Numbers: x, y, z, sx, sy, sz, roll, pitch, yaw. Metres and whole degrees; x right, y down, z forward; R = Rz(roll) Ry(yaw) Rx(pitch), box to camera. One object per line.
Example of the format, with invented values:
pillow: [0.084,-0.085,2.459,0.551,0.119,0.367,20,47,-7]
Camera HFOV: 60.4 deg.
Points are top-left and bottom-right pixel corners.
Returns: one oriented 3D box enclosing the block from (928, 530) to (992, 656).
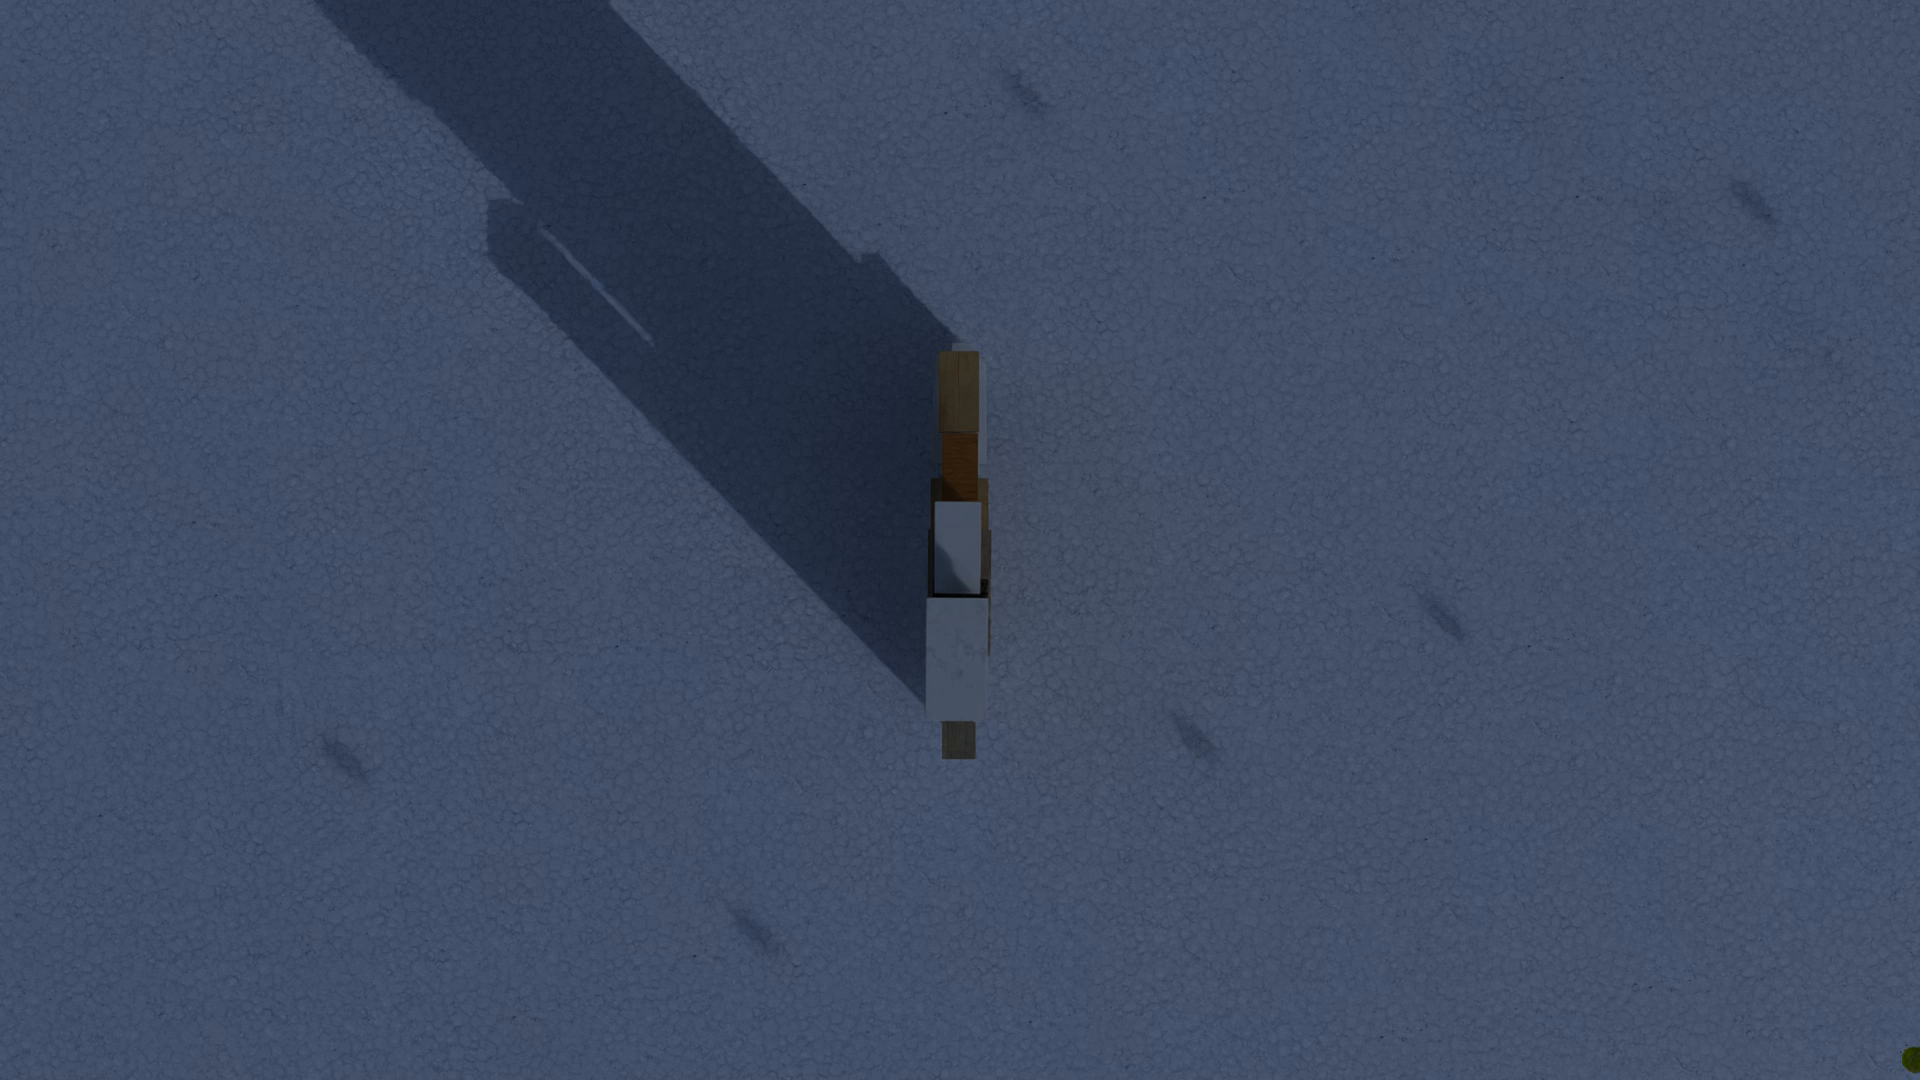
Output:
block: [-0.002,0.150,4.708,0.180,0.051,0.360,0,90,0]

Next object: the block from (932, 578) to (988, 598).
block: [0.000,0.249,4.369,0.146,0.041,0.292,0,90,0]

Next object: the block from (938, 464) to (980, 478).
block: [-0.004,-0.325,5.223,0.129,0.037,0.258,0,90,0]

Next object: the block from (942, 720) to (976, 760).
block: [-0.004,0.544,4.840,0.097,0.028,0.194,0,90,0]

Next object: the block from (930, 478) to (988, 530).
block: [-0.001,-0.012,5.118,0.178,0.050,0.356,0,90,0]

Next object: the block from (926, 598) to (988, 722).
block: [-0.008,0.290,4.028,0.149,0.042,0.299,0,90,0]

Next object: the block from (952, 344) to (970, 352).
block: [0.003,-0.581,5.373,0.059,0.017,0.119,0,90,0]

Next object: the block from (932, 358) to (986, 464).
block: [-0.001,-0.372,4.766,0.153,0.043,0.306,0,90,0]

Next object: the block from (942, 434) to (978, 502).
block: [0.000,-0.194,4.511,0.098,0.028,0.195,0,90,0]

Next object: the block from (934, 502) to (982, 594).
block: [-0.006,0.019,4.104,0.114,0.032,0.229,1,90,0]

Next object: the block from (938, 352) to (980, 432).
block: [-0.002,-0.404,4.508,0.110,0.031,0.221,0,90,0]
